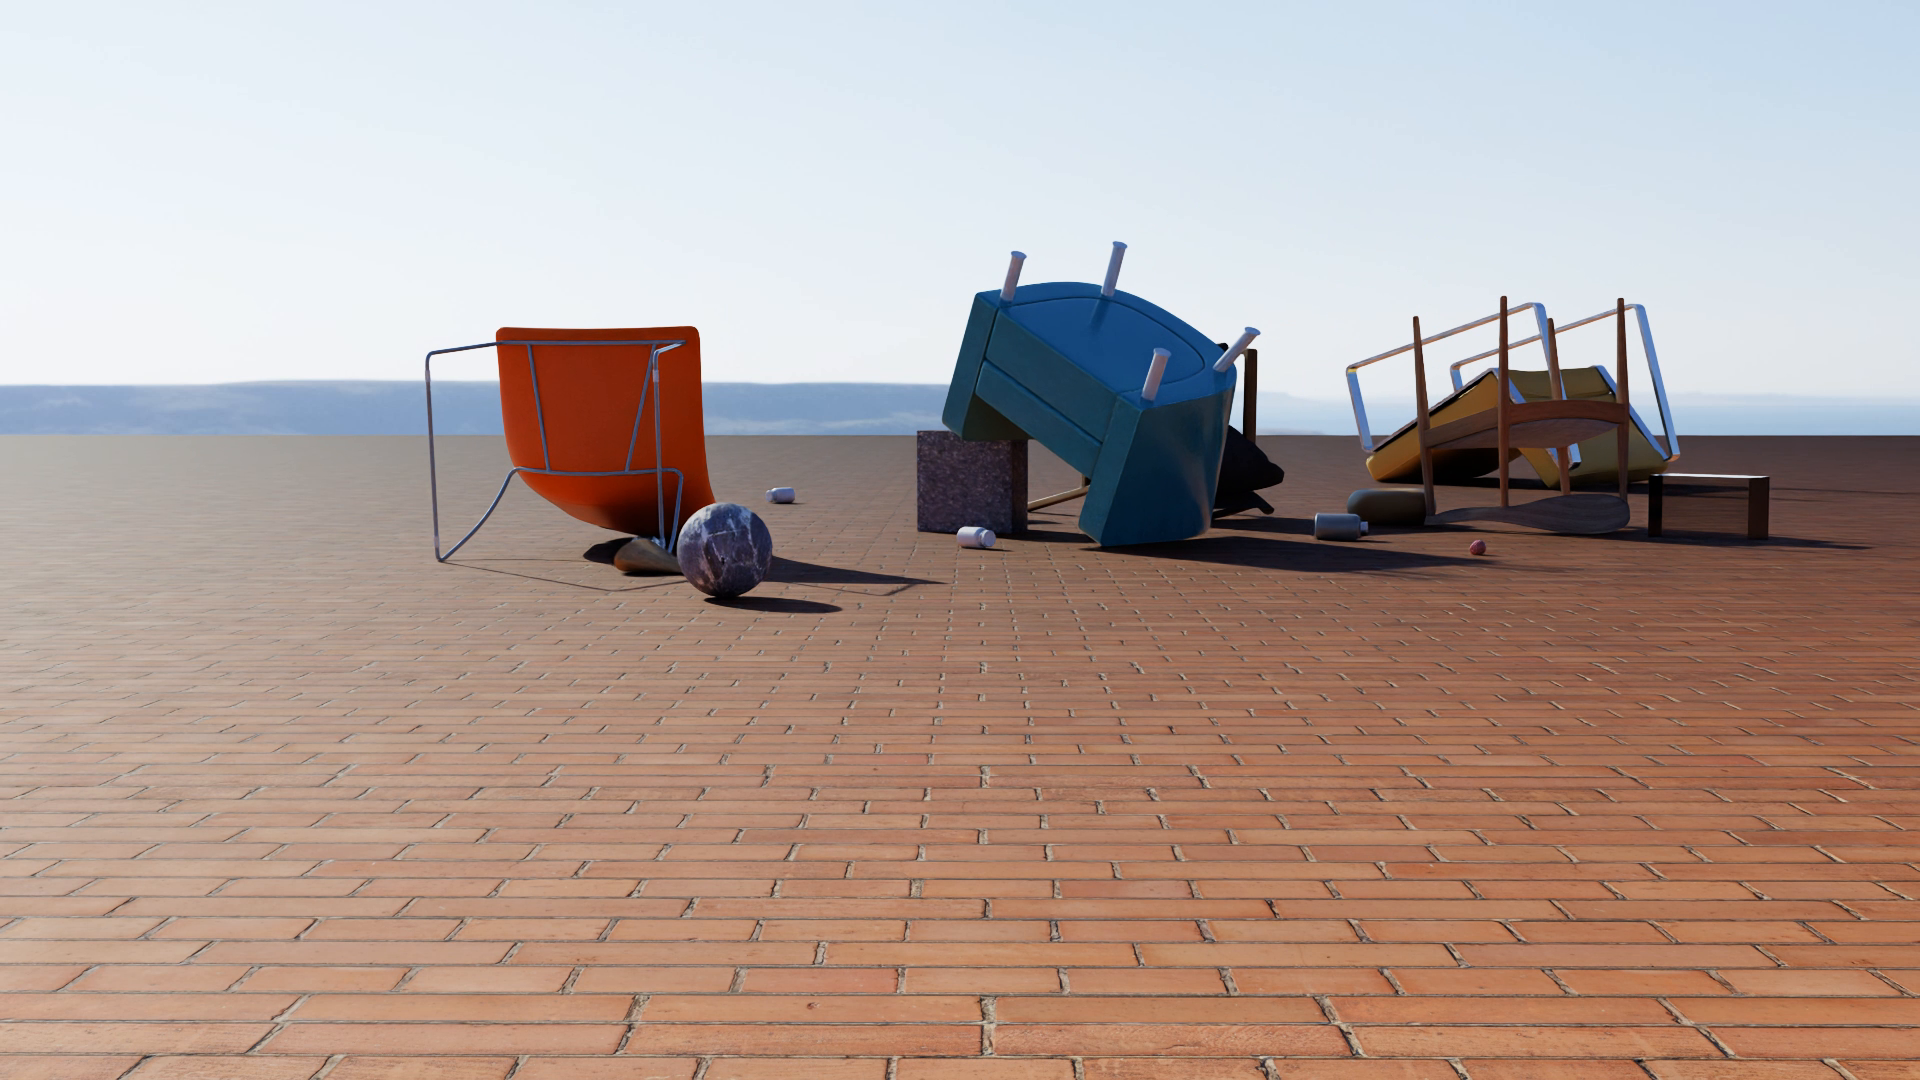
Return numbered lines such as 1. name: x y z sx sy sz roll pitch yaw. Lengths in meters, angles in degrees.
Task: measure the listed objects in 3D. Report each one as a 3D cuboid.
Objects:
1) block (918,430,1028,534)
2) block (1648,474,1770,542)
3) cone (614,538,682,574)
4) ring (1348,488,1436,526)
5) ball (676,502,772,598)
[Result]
1. block: 0.041 -0.189 6.984 0.309 0.317 0.199 1 4 17
2. block: 2.237 -0.097 6.575 0.310 0.190 0.140 4 5 44
3. cone: -0.712 0.061 5.371 0.191 0.082 0.188 15 12 24
4. ring: 1.442 -0.112 7.353 0.264 0.115 0.320 -4 5 -36
5. ball: -0.506 0.022 4.732 0.205 0.205 0.205 0 4 0
